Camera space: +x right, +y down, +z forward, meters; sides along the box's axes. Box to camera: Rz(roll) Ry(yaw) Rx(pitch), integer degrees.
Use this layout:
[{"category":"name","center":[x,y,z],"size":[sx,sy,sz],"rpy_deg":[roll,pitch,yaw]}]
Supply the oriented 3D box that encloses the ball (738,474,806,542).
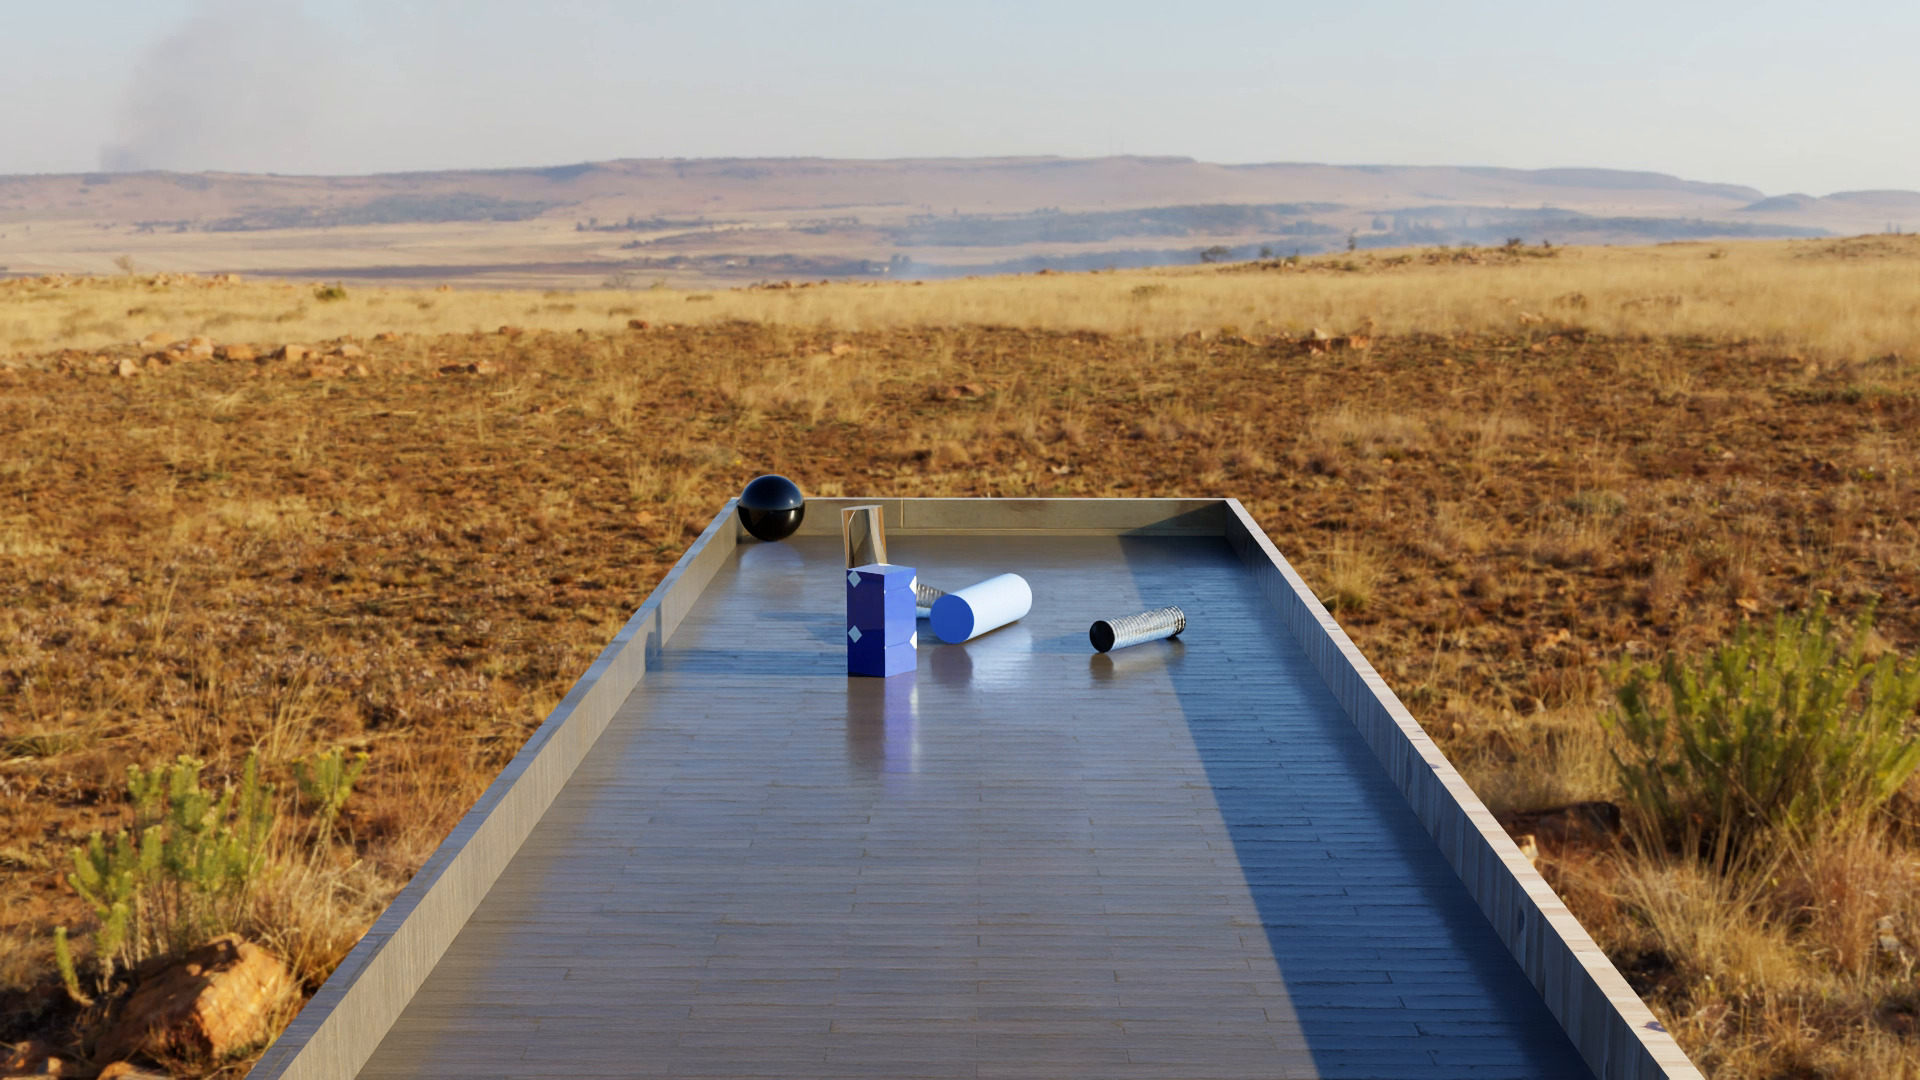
[{"category":"ball","center":[-0.768,-0.130,8.960],"size":[0.273,0.273,0.273],"rpy_deg":[0,9,0]}]

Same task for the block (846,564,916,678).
[{"category":"block","center":[-0.233,0.237,6.533],"size":[0.146,0.307,0.146],"rpy_deg":[7,11,37]}]

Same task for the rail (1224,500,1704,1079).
[{"category":"rail","center":[1.046,0.843,3.208],"size":[0.050,0.150,12.000],"rpy_deg":[0,9,1]}]

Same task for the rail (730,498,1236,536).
[{"category":"rail","center":[0.099,-0.098,9.147],"size":[2.100,0.150,0.050],"rpy_deg":[0,9,1]}]

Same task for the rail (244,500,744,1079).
[{"category":"rail","center":[-1.004,0.839,3.234],"size":[0.050,0.150,12.000],"rpy_deg":[0,9,1]}]

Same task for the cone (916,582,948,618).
[{"category":"cone","center":[-0.028,0.222,7.359],"size":[0.459,0.156,0.156],"rpy_deg":[9,9,-2]}]

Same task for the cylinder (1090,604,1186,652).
[{"category":"cylinder","center":[0.562,0.278,6.936],"size":[0.100,0.100,0.361],"rpy_deg":[8,12,42]}]

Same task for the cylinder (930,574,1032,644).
[{"category":"cylinder","center":[0.071,0.219,7.124],"size":[0.158,0.158,0.434],"rpy_deg":[4,10,26]}]

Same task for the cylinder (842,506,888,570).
[{"category":"cylinder","center":[-0.279,0.128,6.703],"size":[0.126,0.458,0.126],"rpy_deg":[-5,6,0]}]
